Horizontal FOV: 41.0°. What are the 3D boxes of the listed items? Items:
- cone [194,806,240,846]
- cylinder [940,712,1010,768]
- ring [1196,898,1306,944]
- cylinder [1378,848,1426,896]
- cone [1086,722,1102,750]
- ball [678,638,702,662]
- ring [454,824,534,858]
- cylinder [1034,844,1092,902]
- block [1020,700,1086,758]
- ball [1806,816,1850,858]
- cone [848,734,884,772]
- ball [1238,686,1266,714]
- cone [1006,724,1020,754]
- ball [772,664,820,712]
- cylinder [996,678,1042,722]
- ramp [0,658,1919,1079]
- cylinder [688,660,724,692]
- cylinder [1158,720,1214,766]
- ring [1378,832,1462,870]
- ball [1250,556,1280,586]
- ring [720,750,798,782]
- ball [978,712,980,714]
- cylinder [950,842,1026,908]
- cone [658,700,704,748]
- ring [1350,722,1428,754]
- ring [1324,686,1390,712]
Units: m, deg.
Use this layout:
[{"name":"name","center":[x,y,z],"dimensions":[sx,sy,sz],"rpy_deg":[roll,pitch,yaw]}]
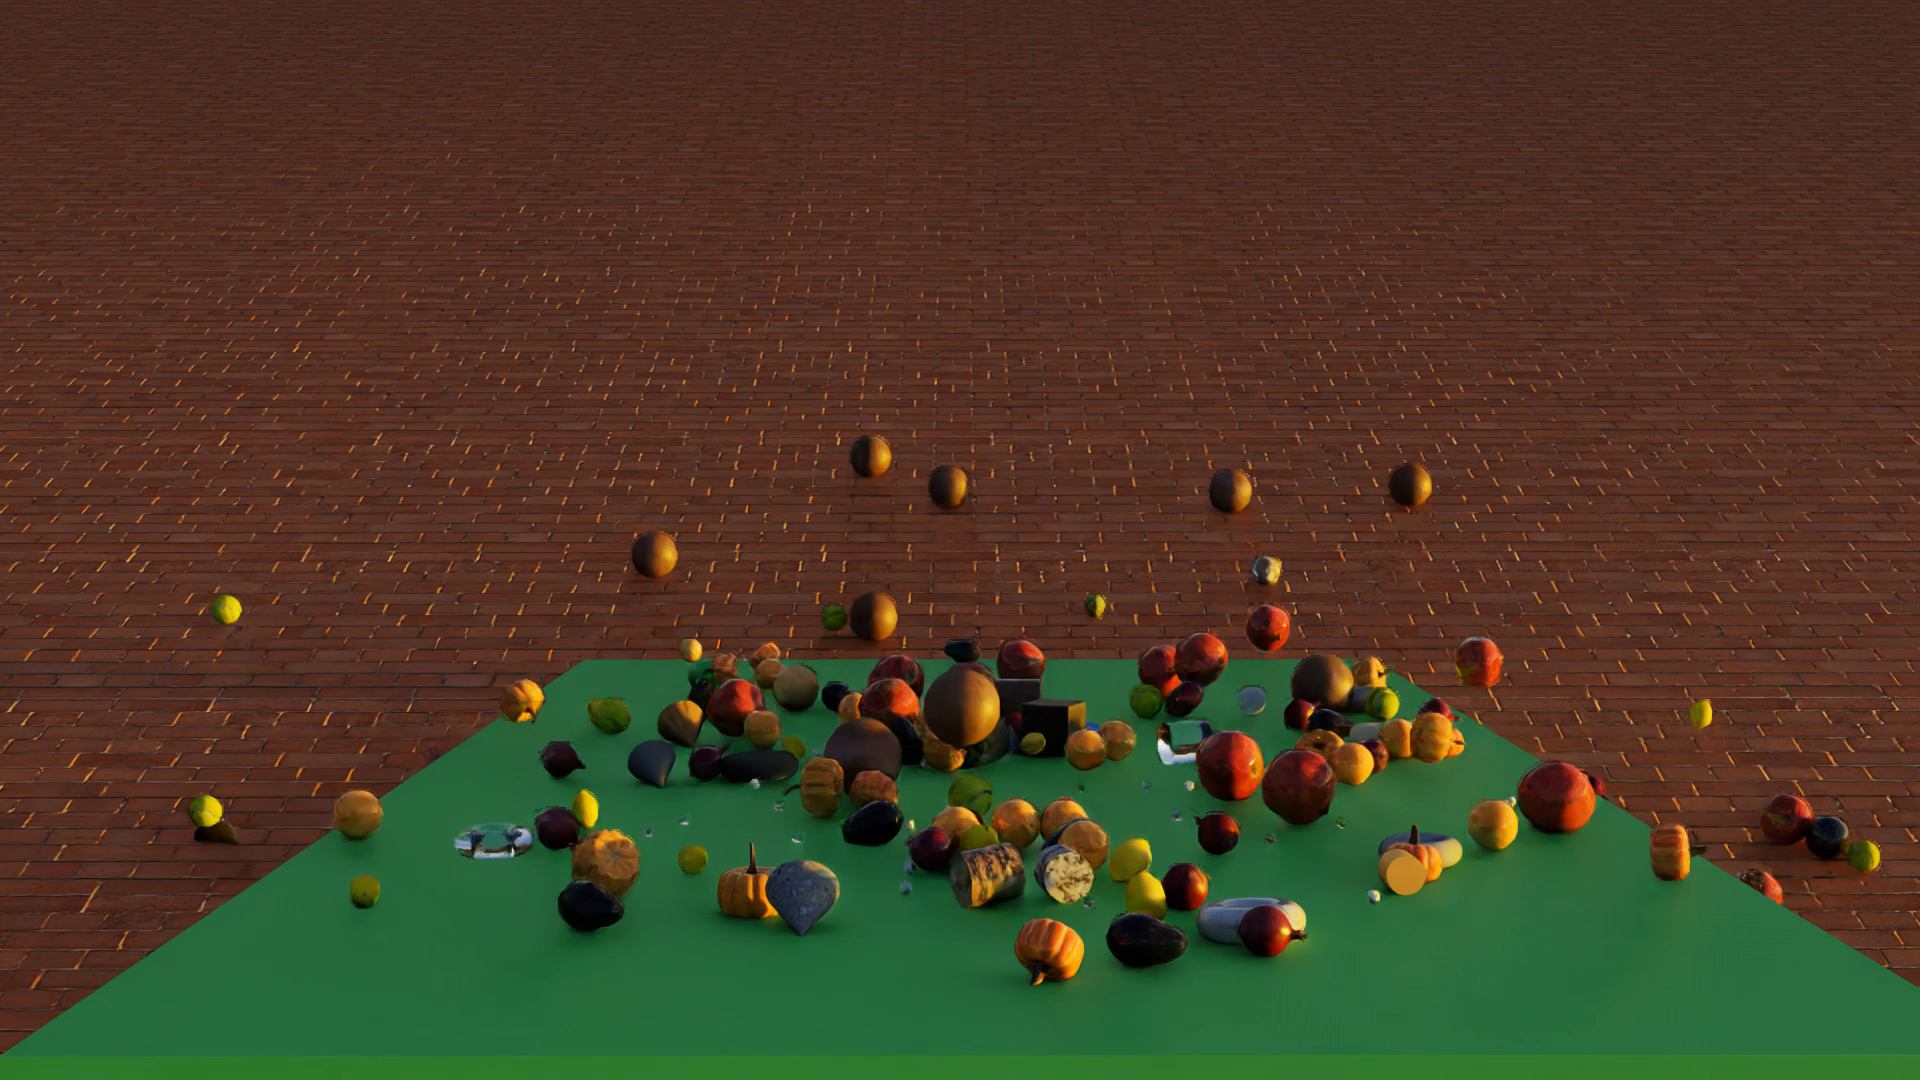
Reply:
[{"name":"cone","center":[-1.665,0.665,5.815],"dimensions":[0.093,0.093,0.093],"rpy_deg":[32,29,7]},{"name":"cylinder","center":[0.026,0.357,4.582],"dimensions":[0.091,0.091,0.091],"rpy_deg":[14,10,30]},{"name":"ring","center":[0.349,0.457,3.086],"dimensions":[0.131,0.044,0.131],"rpy_deg":[-2,0,0]},{"name":"cylinder","center":[0.582,0.437,3.388],"dimensions":[0.052,0.052,0.052],"rpy_deg":[-1,3,-4]},{"name":"cone","center":[0.238,0.379,4.812],"dimensions":[0.054,0.054,0.054],"rpy_deg":[3,30,9]},{"name":"ball","center":[-0.678,0.277,6.462],"dimensions":[0.060,0.060,0.060],"rpy_deg":[0,22,0]},{"name":"ring","center":[-0.667,0.431,3.680],"dimensions":[0.112,0.037,0.112],"rpy_deg":[-1,4,0]},{"name":"cylinder","center":[0.134,0.434,3.344],"dimensions":[0.065,0.065,0.065],"rpy_deg":[-4,4,-10]},{"name":"block","center":[0.173,0.347,4.754],"dimensions":[0.093,0.093,0.093],"rpy_deg":[1,3,22]},{"name":"ball","center":[1.939,0.664,5.744],"dimensions":[0.096,0.096,0.096],"rpy_deg":[0,22,0]},{"name":"cone","center":[-0.166,0.371,4.545],"dimensions":[0.066,0.066,0.066],"rpy_deg":[0,3,0]},{"name":"ball","center":[0.608,0.333,5.343],"dimensions":[0.059,0.059,0.059],"rpy_deg":[0,22,0]},{"name":"cone","center":[0.093,0.366,4.756],"dimensions":[0.055,0.055,0.055],"rpy_deg":[0,3,0]},{"name":"ball","center":[-0.345,0.312,5.408],"dimensions":[0.098,0.098,0.098],"rpy_deg":[0,22,0]},{"name":"cylinder","center":[0.119,0.326,5.219],"dimensions":[0.088,0.088,0.088],"rpy_deg":[0,22,5]},{"name":"ramp","center":[0.050,0.455,4.532],"dimensions":[2.000,0.100,4.000],"rpy_deg":[0,3,0]},{"name":"cylinder","center":[-0.575,0.306,5.807],"dimensions":[0.066,0.066,0.066],"rpy_deg":[-8,5,-20]},{"name":"cylinder","center":[0.402,0.361,4.591],"dimensions":[0.076,0.076,0.076],"rpy_deg":[-4,22,-20]},{"name":"ring","center":[0.643,0.434,3.589],"dimensions":[0.116,0.039,0.116],"rpy_deg":[-1,3,0]},{"name":"ball","center":[0.859,0.085,7.219],"dimensions":[0.083,0.083,0.083],"rpy_deg":[0,22,0]},{"name":"ring","center":[-0.345,0.389,4.419],"dimensions":[0.135,0.045,0.135],"rpy_deg":[-2,0,0]},{"name":"ball","center":[0.041,0.358,4.911],"dimensions":[0.056,0.056,0.056],"rpy_deg":[0,22,0]},{"name":"cylinder","center":[0.035,0.429,3.287],"dimensions":[0.073,0.073,0.073],"rpy_deg":[-8,23,-22]},{"name":"cone","center":[-0.516,0.368,4.862],"dimensions":[0.092,0.092,0.092],"rpy_deg":[-8,32,-19]},{"name":"ring","center":[0.797,0.368,4.781],"dimensions":[0.146,0.049,0.146],"rpy_deg":[1,2,0]},{"name":"ring","center":[0.838,0.336,5.417],"dimensions":[0.139,0.046,0.139],"rpy_deg":[0,1,0]}]
